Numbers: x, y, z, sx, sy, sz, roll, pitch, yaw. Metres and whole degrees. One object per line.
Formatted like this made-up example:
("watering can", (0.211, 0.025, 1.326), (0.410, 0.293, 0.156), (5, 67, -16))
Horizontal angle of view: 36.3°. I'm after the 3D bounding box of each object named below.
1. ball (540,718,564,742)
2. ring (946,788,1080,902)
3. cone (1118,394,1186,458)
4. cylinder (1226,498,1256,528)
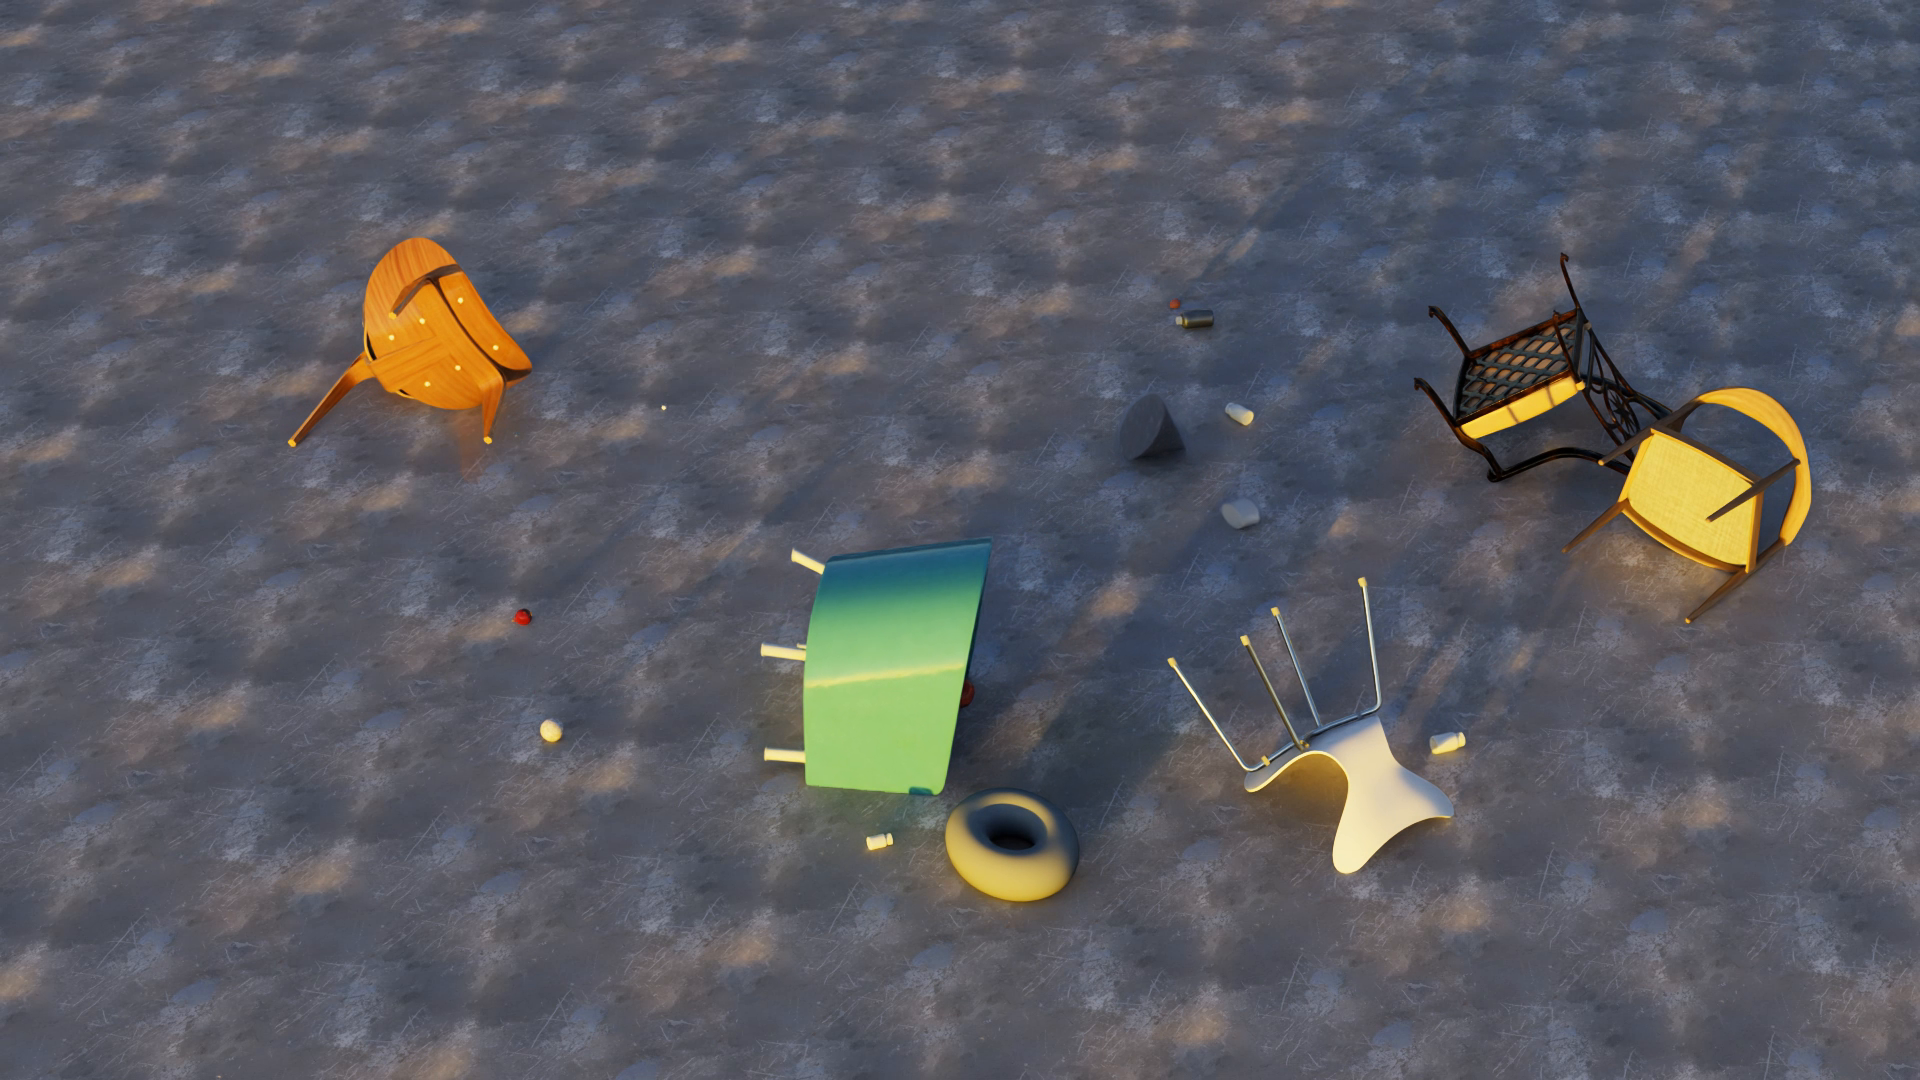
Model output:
("ball", (-1.377, 0.640, 9.900), (0.080, 0.080, 0.080), (0, 33, 0))
("ring", (0.166, 0.966, 9.331), (0.405, 0.165, 0.484), (-19, 39, -24))
("cone", (0.795, -0.400, 11.444), (0.219, 0.273, 0.314), (24, 1, -24))
("cylinder", (1.055, -0.100, 11.017), (0.078, 0.086, 0.133), (-28, 21, 2))
